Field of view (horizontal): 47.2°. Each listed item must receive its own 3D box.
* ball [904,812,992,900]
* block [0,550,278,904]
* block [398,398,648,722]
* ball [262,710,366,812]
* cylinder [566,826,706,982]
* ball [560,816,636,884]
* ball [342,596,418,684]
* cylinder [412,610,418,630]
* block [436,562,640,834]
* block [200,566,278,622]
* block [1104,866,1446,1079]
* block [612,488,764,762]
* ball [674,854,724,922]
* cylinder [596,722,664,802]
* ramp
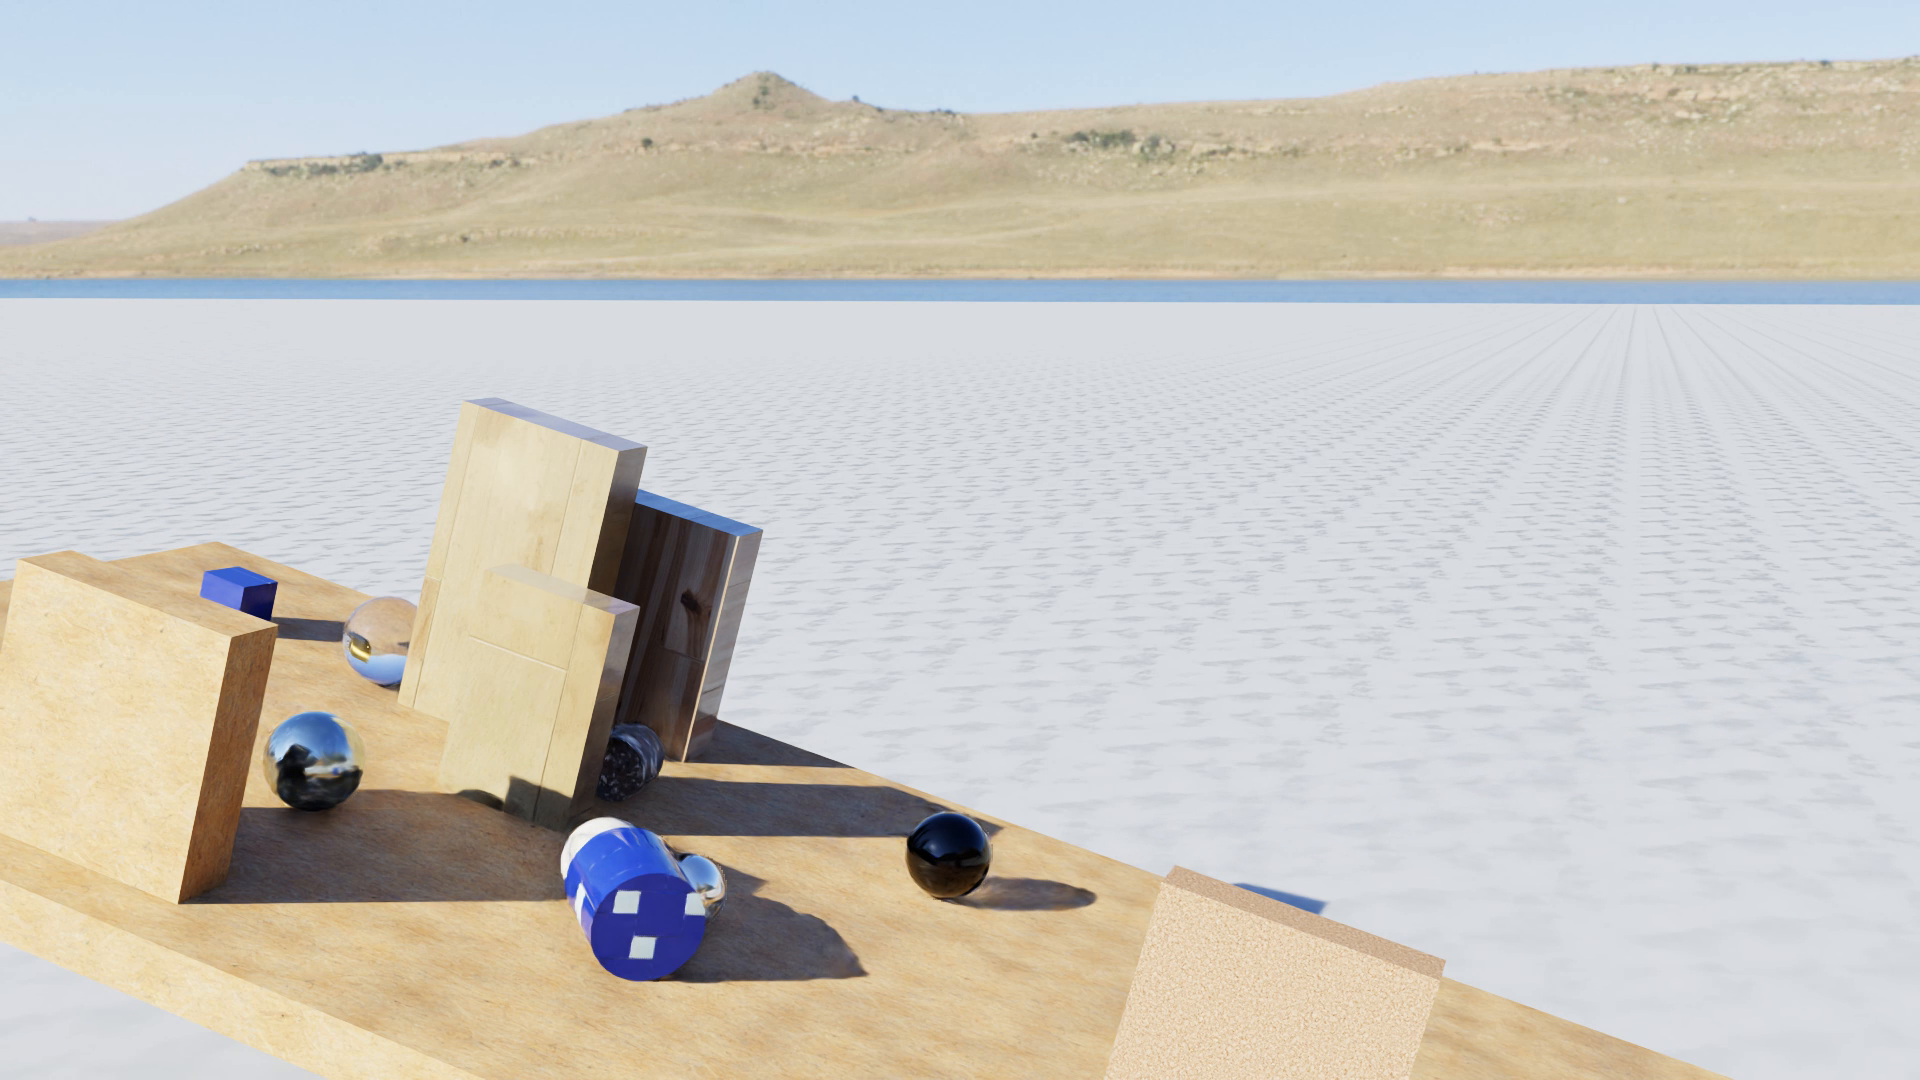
[{"bbox_3d":[-0.024,0.650,4.530,0.178,0.178,0.178,0,7,0],"label":"ball"},{"bbox_3d":[-1.395,0.307,3.667,0.418,0.465,0.129,18,11,14],"label":"block"},{"bbox_3d":[-0.955,0.077,4.789,0.377,0.691,0.144,18,11,14],"label":"block"},{"bbox_3d":[-1.208,0.413,4.112,0.187,0.187,0.187,0,7,0],"label":"ball"},{"bbox_3d":[-0.568,0.633,3.838,0.201,0.201,0.201,-3,17,-22],"label":"cylinder"},{"bbox_3d":[-0.643,0.586,3.998,0.164,0.164,0.164,0,7,0],"label":"ball"},{"bbox_3d":[-1.279,0.225,4.919,0.198,0.198,0.198,0,7,0],"label":"ball"},{"bbox_3d":[-1.237,0.211,5.273,0.109,0.109,0.109,22,18,32],"label":"cylinder"},{"bbox_3d":[-0.842,0.313,4.380,0.293,0.460,0.111,18,11,14],"label":"block"},{"bbox_3d":[-1.661,0.139,5.051,0.116,0.116,0.116,19,12,20],"label":"block"},{"bbox_3d":[0.475,0.829,3.481,0.446,0.494,0.105,18,11,14],"label":"block"},{"bbox_3d":[-0.701,0.184,5.002,0.366,0.536,0.141,18,11,14],"label":"block"},{"bbox_3d":[-0.499,0.644,4.045,0.133,0.133,0.133,0,7,0],"label":"ball"},{"bbox_3d":[-0.710,0.467,4.632,0.137,0.137,0.137,1,9,11],"label":"cylinder"},{"bbox_3d":[-0.383,0.758,4.244,4.000,0.100,2.000,18,11,14],"label":"ramp"}]
